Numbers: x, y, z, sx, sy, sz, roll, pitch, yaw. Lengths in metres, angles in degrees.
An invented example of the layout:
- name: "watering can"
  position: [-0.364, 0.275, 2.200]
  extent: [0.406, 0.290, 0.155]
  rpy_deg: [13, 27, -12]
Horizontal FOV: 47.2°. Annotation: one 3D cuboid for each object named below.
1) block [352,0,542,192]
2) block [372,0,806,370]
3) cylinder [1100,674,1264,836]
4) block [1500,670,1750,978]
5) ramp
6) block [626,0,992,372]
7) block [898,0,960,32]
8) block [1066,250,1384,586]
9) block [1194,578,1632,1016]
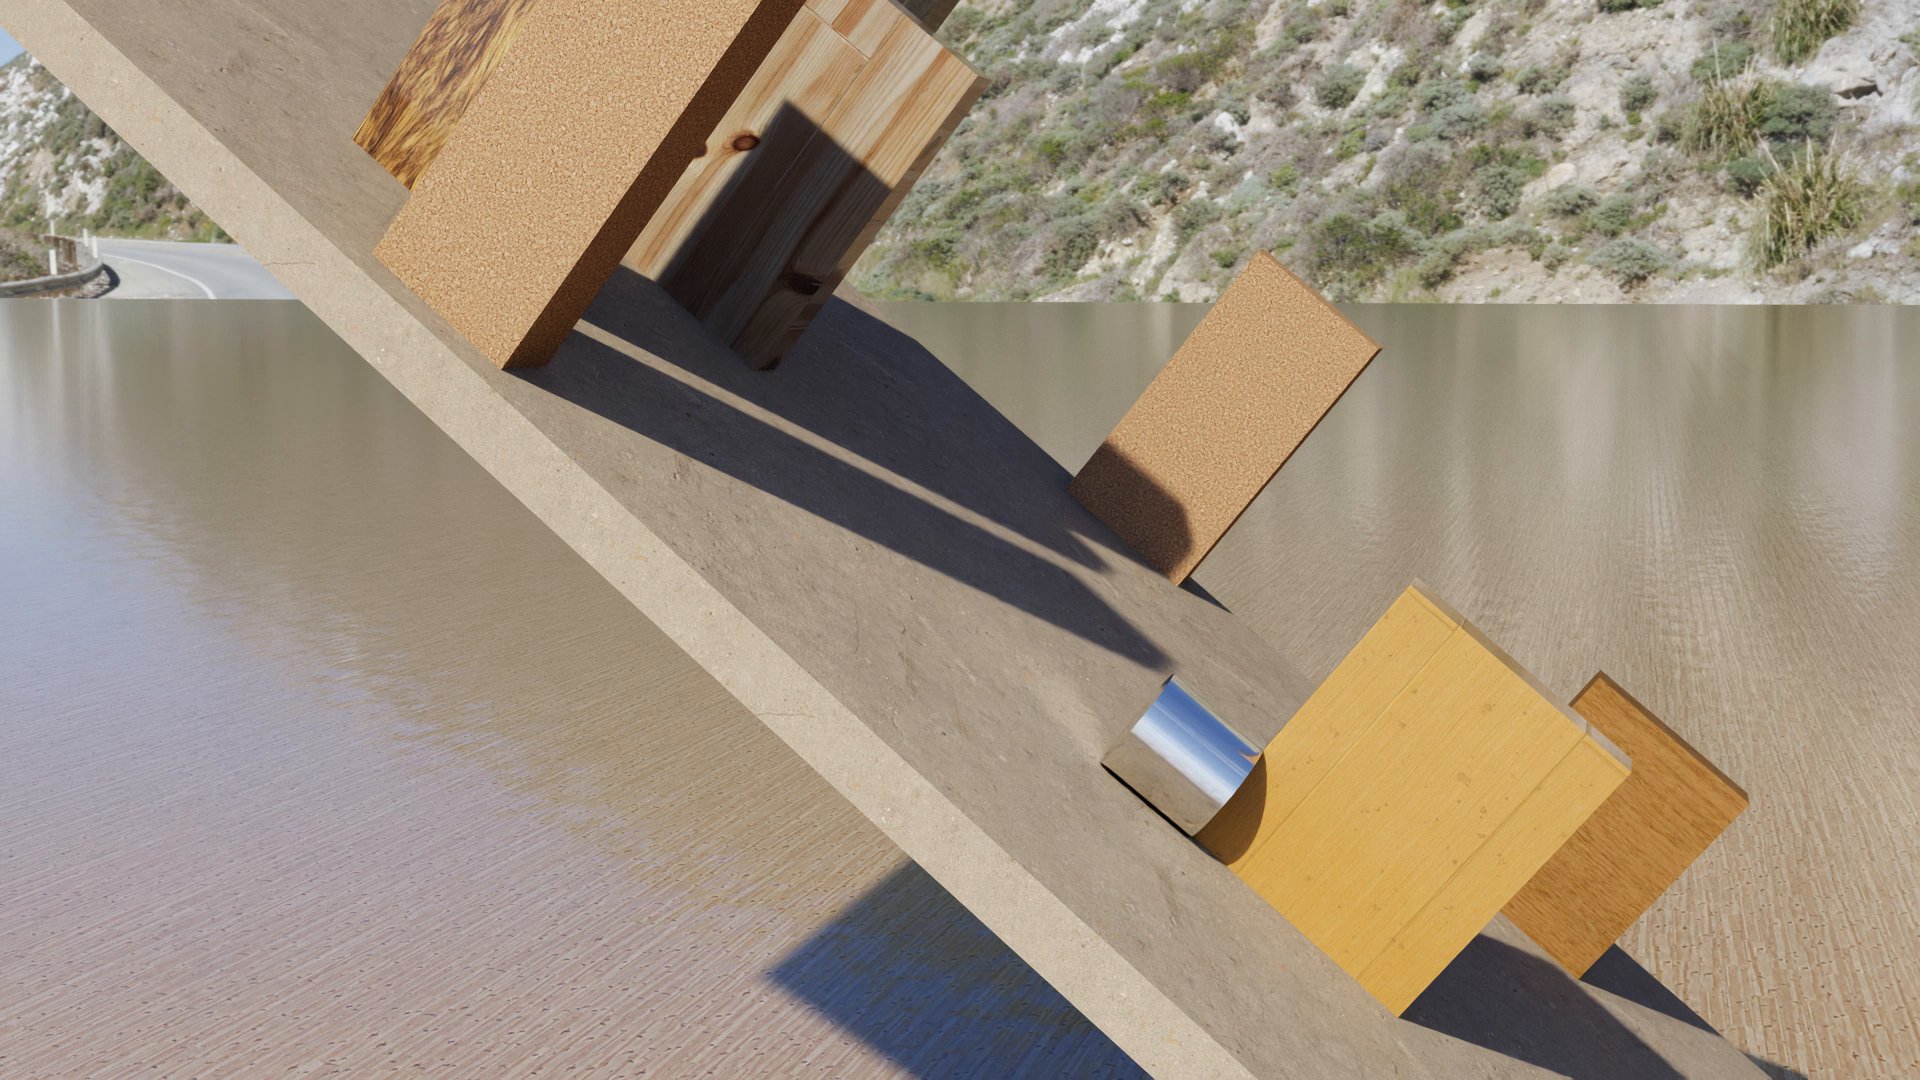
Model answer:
- name: "block"
  position: [-0.633, -0.810, 3.567]
  extent: [0.392, 0.711, 0.108]
  rpy_deg: [41, 16, 9]
- name: "block"
  position: [-0.531, -0.628, 3.226]
  extent: [0.271, 0.749, 0.141]
  rpy_deg: [41, 16, 9]
- name: "cylinder"
  position: [0.357, 0.346, 3.538]
  extent: [0.186, 0.186, 0.186]
  rpy_deg: [40, 11, 3]
- name: "block"
  position: [1.243, 0.562, 4.344]
  extent: [0.365, 0.483, 0.095]
  rpy_deg: [41, 16, 9]
- name: "ramp"
  position: [-0.008, 0.057, 4.044]
  extent: [4.000, 0.100, 2.000]
  rpy_deg: [41, 16, 9]
- name: "block"
  position: [-0.309, -0.702, 4.043]
  extent: [0.406, 0.677, 0.092]
  rpy_deg: [41, 16, 9]
- name: "block"
  position: [-0.369, -0.899, 4.349]
  extent: [0.375, 0.730, 0.108]
  rpy_deg: [41, 16, 9]
- name: "block"
  position: [0.569, -0.262, 4.776]
  extent: [0.327, 0.669, 0.107]
  rpy_deg: [41, 16, 9]
- name: "block"
  position: [0.711, 0.408, 3.496]
  extent: [0.435, 0.541, 0.097]
  rpy_deg: [41, 16, 9]
